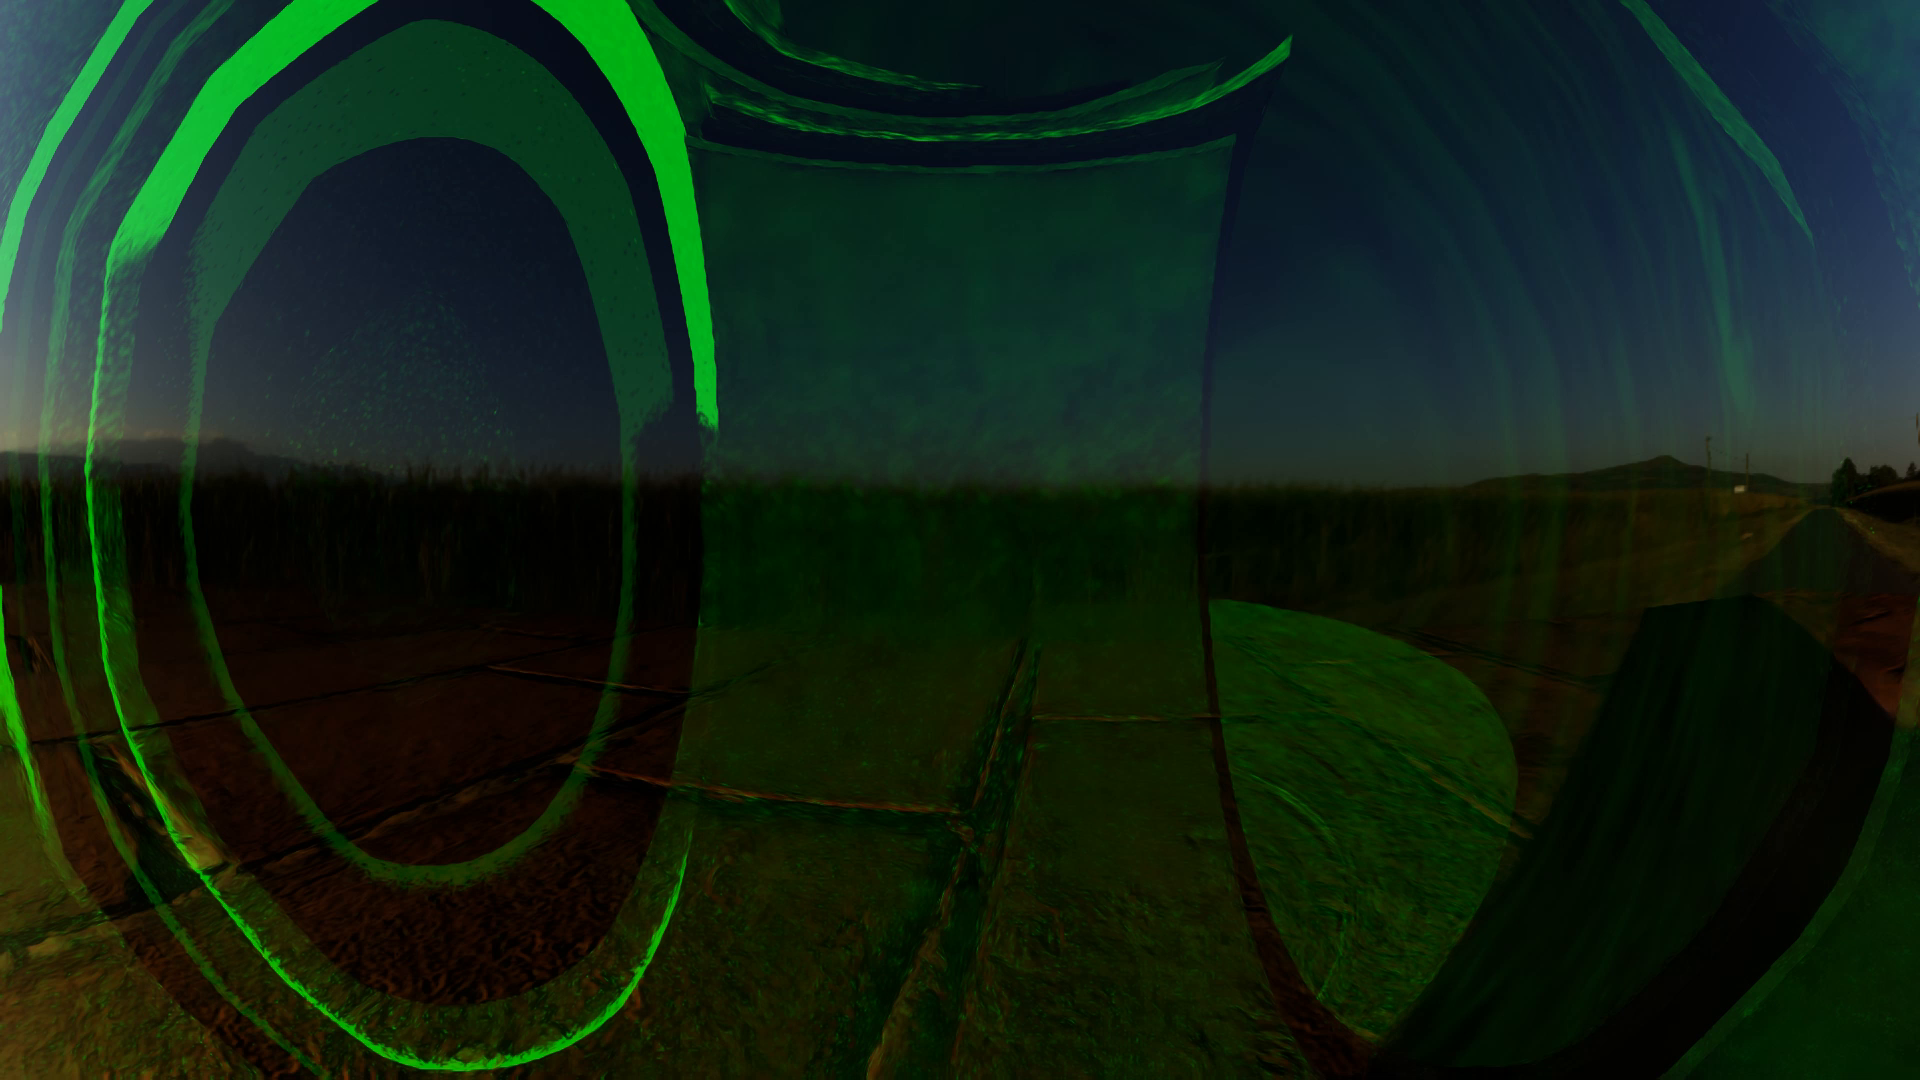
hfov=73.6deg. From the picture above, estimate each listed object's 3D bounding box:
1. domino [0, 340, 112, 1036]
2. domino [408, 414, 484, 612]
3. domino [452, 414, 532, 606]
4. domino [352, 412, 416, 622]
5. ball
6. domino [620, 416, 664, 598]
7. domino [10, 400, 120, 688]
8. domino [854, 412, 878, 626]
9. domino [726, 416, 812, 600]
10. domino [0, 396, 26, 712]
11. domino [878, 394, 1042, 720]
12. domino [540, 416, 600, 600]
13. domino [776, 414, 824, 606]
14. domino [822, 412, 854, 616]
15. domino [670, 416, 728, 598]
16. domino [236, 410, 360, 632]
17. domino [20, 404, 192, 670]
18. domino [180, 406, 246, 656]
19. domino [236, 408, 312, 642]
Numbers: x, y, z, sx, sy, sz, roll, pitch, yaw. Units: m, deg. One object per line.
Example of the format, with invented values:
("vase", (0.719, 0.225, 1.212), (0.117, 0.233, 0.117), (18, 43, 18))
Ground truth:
("domino", (-0.074, 0.011, 0.093), (0.009, 0.050, 0.025), (-1, 4, -8))
("domino", (-0.137, -0.008, 0.335), (0.025, 0.050, 0.010), (3, 5, 32))
("domino", (-0.127, -0.009, 0.347), (0.025, 0.050, 0.009), (4, 6, 44))
("domino", (-0.147, -0.006, 0.314), (0.025, 0.050, 0.009), (2, 5, 23))
("ball", (0.000, -0.002, 0.056), (0.080, 0.080, 0.080), (0, 4, 0))
("domino", (-0.091, -0.010, 0.368), (0.009, 0.050, 0.025), (-1, 4, -9))
("domino", (-0.165, 0.001, 0.227), (0.025, 0.050, 0.009), (0, 4, 2))
("domino", (-0.012, -0.005, 0.307), (0.025, 0.050, 0.009), (-2, 5, -22))
("domino", (-0.053, -0.009, 0.359), (0.009, 0.050, 0.025), (3, 5, 31))
("domino", (-0.165, 0.002, 0.203), (0.025, 0.050, 0.009), (0, 4, -2))
("domino", (0.000, 0.002, 0.201), (0.025, 0.050, 0.009), (0, 4, 0))
("domino", (-0.110, -0.010, 0.361), (0.009, 0.050, 0.025), (-2, 5, -30))
("domino", (-0.036, -0.008, 0.345), (0.025, 0.050, 0.010), (-4, 6, -43))
("domino", (-0.021, -0.007, 0.325), (0.025, 0.050, 0.009), (-3, 5, -31))
("domino", (-0.073, -0.010, 0.367), (0.009, 0.050, 0.025), (1, 4, 11))
("domino", (-0.154, -0.005, 0.297), (0.025, 0.050, 0.010), (1, 5, 18))
("domino", (-0.164, -0.001, 0.247), (0.025, 0.050, 0.009), (0, 4, 5))
("domino", (-0.162, -0.002, 0.263), (0.025, 0.050, 0.010), (1, 4, 8))
("domino", (-0.158, -0.004, 0.283), (0.025, 0.050, 0.009), (1, 4, 14))
